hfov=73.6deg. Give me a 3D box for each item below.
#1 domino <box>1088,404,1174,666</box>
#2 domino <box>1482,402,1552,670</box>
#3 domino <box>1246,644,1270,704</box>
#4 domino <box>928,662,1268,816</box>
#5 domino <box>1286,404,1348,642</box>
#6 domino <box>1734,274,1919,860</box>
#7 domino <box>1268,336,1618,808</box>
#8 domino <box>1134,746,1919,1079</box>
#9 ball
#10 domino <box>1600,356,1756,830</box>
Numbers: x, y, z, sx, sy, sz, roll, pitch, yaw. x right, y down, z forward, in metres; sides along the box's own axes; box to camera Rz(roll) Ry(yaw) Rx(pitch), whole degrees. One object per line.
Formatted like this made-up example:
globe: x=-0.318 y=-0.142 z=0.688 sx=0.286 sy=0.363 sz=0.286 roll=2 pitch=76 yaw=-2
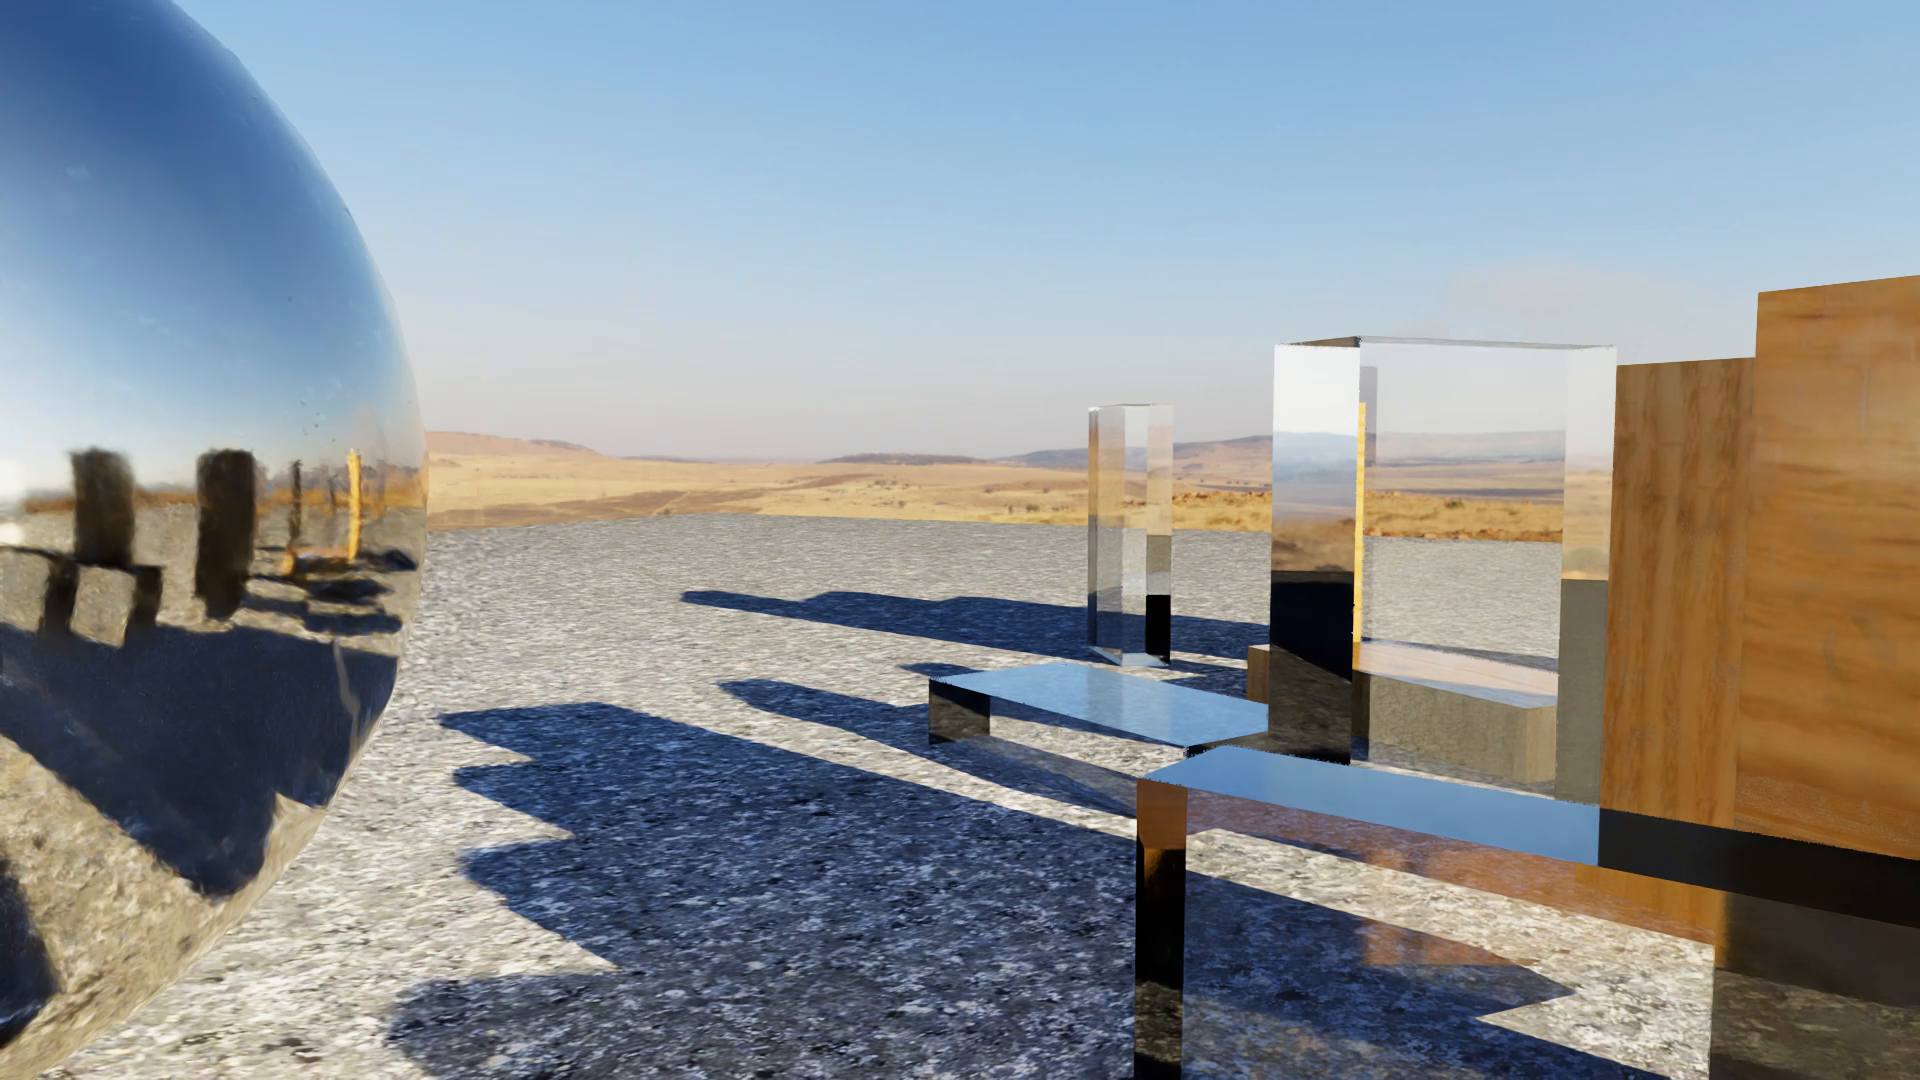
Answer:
domino: x=0.034 y=-0.002 z=0.256 sx=0.009 sy=0.050 sz=0.025 roll=-1 pitch=4 yaw=-10
domino: x=0.106 y=-0.001 z=0.243 sx=0.010 sy=0.050 sz=0.025 roll=2 pitch=5 yaw=26
domino: x=0.069 y=0.023 z=0.193 sx=0.025 sy=0.009 sz=0.050 roll=-2 pitch=5 yaw=-26
domino: x=0.020 y=0.025 z=0.168 sx=0.025 sy=0.009 sz=0.050 roll=-3 pitch=5 yaw=-35
domino: x=0.071 y=-0.002 z=0.255 sx=0.009 sy=0.050 sz=0.025 roll=1 pitch=4 yaw=12
domino: x=0.053 y=0.013 z=0.066 sx=0.025 sy=0.050 sz=0.009 roll=-2 pitch=5 yaw=-24
domino: x=0.037 y=0.010 z=0.100 sx=0.025 sy=0.050 sz=0.009 roll=-2 pitch=5 yaw=-23
domino: x=0.032 y=0.026 z=0.056 sx=0.050 sy=0.025 sz=0.009 roll=4 pitch=6 yaw=40
ball: x=-0.074 y=-0.003 z=0.074 sx=0.080 sy=0.080 sz=0.080 roll=0 pitch=4 yaw=0
domino: x=0.072 y=0.009 z=0.117 sx=0.010 sy=0.050 sz=0.025 roll=-2 pitch=5 yaw=-26
